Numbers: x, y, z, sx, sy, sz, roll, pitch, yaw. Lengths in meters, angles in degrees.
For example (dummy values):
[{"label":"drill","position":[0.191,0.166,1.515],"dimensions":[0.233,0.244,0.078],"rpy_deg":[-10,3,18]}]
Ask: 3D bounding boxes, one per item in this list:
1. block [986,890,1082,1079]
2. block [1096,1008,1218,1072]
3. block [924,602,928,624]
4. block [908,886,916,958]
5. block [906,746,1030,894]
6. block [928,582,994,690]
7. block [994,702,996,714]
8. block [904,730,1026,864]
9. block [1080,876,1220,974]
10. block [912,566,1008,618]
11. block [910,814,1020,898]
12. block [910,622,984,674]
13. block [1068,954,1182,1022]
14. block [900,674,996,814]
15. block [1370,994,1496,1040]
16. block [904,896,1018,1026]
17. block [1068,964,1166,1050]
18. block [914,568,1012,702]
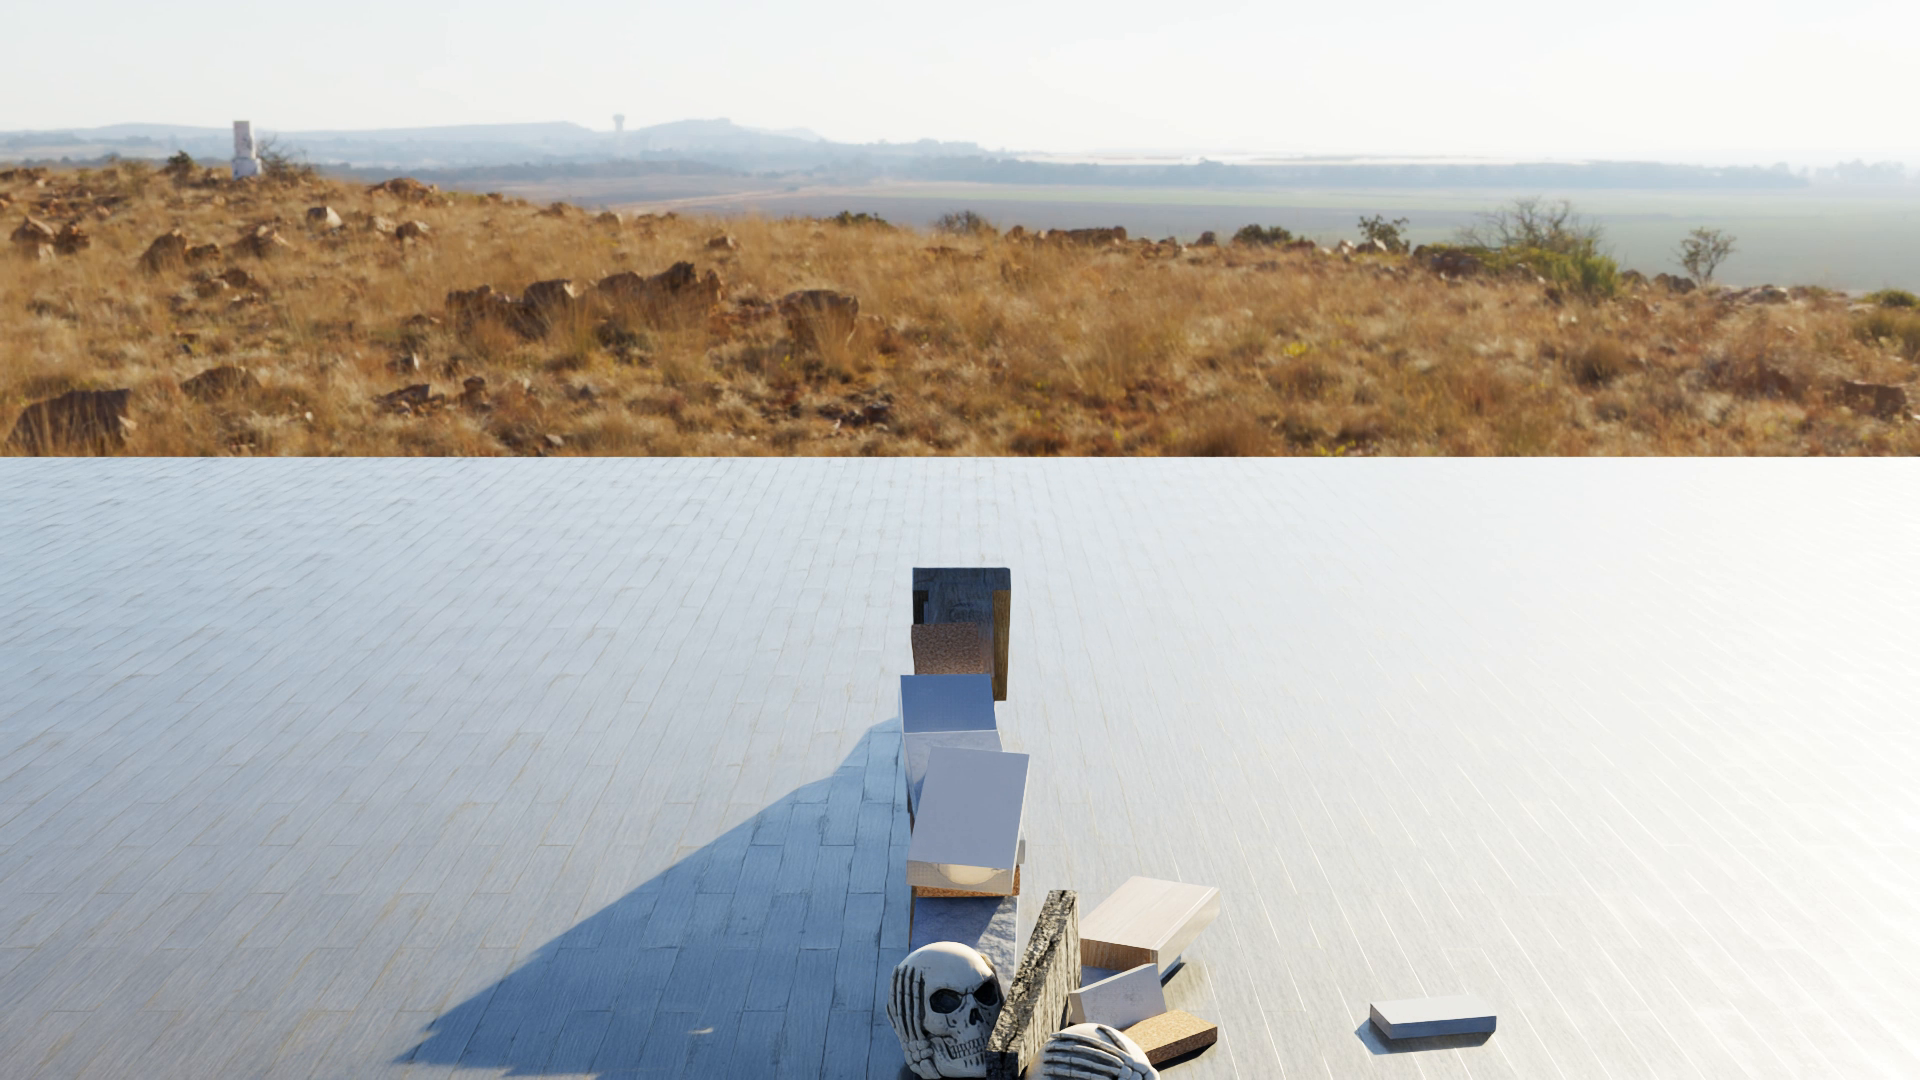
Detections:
[{"label":"block","position":[0.103,0.632,2.927],"dimensions":[0.041,0.145,0.472],"rpy_deg":[1,16,12]},{"label":"block","position":[0.273,0.693,3.053],"dimensions":[0.158,0.022,0.079],"rpy_deg":[-9,13,-39]},{"label":"block","position":[-0.009,0.246,4.067],"dimensions":[0.116,0.263,0.033],"rpy_deg":[0,7,-1]},{"label":"block","position":[0.002,0.557,3.447],"dimensions":[0.154,0.044,0.309],"rpy_deg":[0,26,1]},{"label":"block","position":[0.015,0.416,3.304],"dimensions":[0.154,0.044,0.308],"rpy_deg":[5,27,5]},{"label":"block","position":[0.001,0.171,3.954],"dimensions":[0.116,0.033,0.232],"rpy_deg":[1,44,-2]},{"label":"block","position":[0.000,0.352,4.251],"dimensions":[0.130,0.037,0.259],"rpy_deg":[1,14,3]},{"label":"block","position":[0.003,0.400,3.430],"dimensions":[0.154,0.044,0.308],"rpy_deg":[-1,28,-7]},{"label":"block","position":[0.282,0.586,3.353],"dimensions":[0.145,0.041,0.291],"rpy_deg":[5,12,24]},{"label":"block","position":[-0.001,0.186,4.316],"dimensions":[0.179,0.051,0.424],"rpy_deg":[0,-32,0]},{"label":"block","position":[0.004,0.478,3.447],"dimensions":[0.154,0.044,0.309],"rpy_deg":[0,14,-3]},{"label":"block","position":[-0.017,0.240,3.832],"dimensions":[0.117,0.033,0.233],"rpy_deg":[-2,44,-6]},{"label":"block","position":[0.209,0.643,3.270],"dimensions":[0.145,0.041,0.291],"rpy_deg":[5,12,26]},{"label":"block","position":[-0.016,0.333,3.641],"dimensions":[0.154,0.044,0.308],"rpy_deg":[-1,34,-4]},{"label":"block","position":[0.673,0.678,3.132],"dimensions":[0.158,0.022,0.079],"rpy_deg":[-2,11,-11]},{"label":"block","position":[0.006,0.603,3.254],"dimensions":[0.154,0.044,0.309],"rpy_deg":[1,26,3]},{"label":"block","position":[0.224,0.655,3.093],"dimensions":[0.158,0.079,0.022],"rpy_deg":[-10,-4,-42]},{"label":"block","position":[0.003,0.185,4.195],"dimensions":[0.179,0.358,0.051],"rpy_deg":[0,51,-1]}]
